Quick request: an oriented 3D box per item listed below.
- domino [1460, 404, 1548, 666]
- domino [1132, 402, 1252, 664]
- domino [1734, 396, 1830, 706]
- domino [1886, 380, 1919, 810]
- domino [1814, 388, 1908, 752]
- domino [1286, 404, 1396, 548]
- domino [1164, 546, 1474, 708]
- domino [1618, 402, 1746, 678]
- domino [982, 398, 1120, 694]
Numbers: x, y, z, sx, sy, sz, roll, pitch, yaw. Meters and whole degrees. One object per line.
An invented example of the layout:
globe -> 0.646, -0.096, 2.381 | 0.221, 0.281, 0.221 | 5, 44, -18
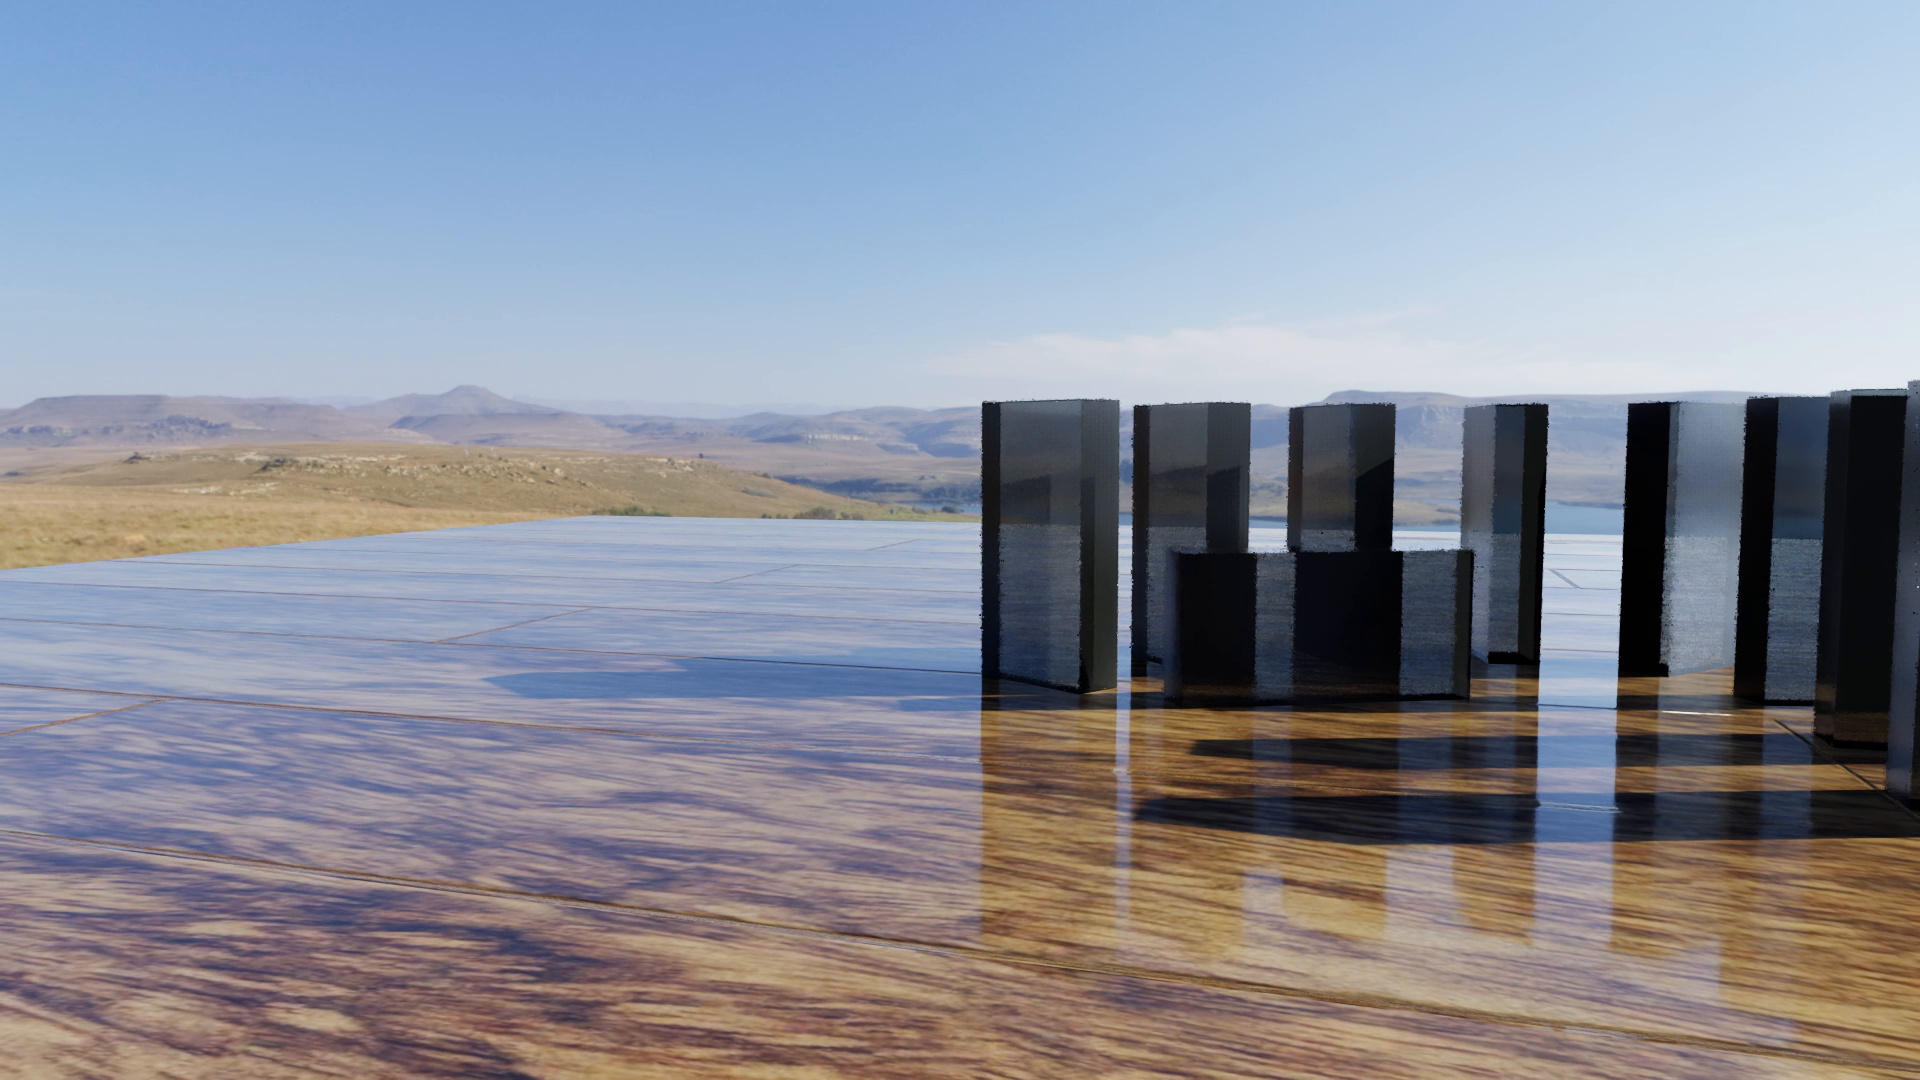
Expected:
domino -> 0.109, -0.002, 0.258 | 0.010, 0.050, 0.025 | 1, 4, 8
domino -> 0.044, -0.001, 0.246 | 0.009, 0.050, 0.025 | -2, 5, -24
domino -> 0.144, 0.002, 0.211 | 0.025, 0.050, 0.010 | 0, 4, 4
domino -> 0.124, 0.007, 0.147 | 0.025, 0.050, 0.010 | 2, 5, 22
domino -> 0.136, 0.004, 0.178 | 0.025, 0.050, 0.009 | 1, 5, 19
domino -> 0.076, -0.002, 0.257 | 0.010, 0.050, 0.025 | -1, 4, -12
domino -> 0.060, 0.014, 0.214 | 0.050, 0.025, 0.010 | -1, 4, -9
domino -> 0.137, -0.001, 0.243 | 0.025, 0.050, 0.009 | -3, 5, -33
domino -> 0.016, 0.000, 0.229 | 0.009, 0.050, 0.025 | -4, 6, -40
